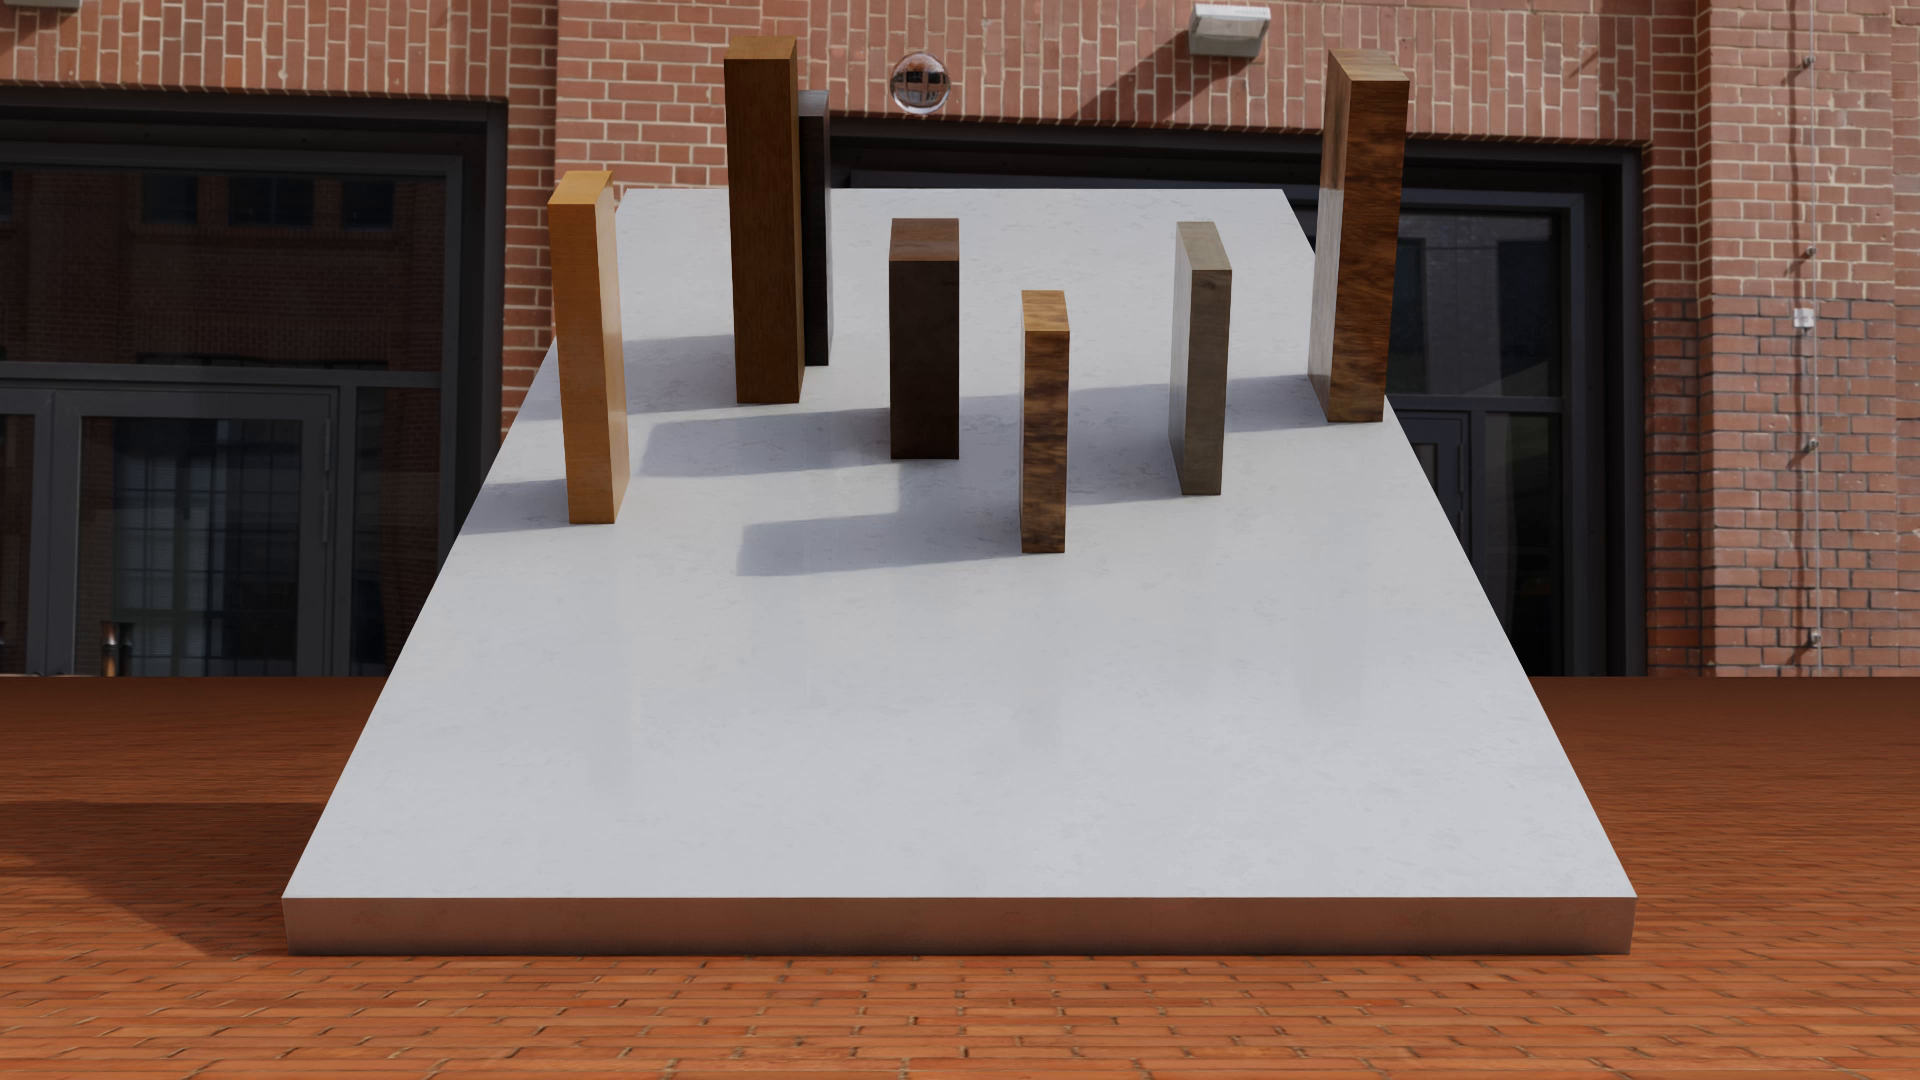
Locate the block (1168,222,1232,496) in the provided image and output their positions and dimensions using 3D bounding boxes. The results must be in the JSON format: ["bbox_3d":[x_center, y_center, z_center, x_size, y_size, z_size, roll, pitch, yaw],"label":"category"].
[{"bbox_3d":[0.505,-0.388,4.910,0.080,0.489,0.352,0,24,0],"label":"block"}]

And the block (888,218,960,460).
[{"bbox_3d":[-0.076,-0.445,5.090,0.148,0.446,0.326,0,24,0],"label":"block"}]

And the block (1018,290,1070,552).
[{"bbox_3d":[0.164,-0.236,4.596,0.084,0.459,0.255,0,24,0],"label":"block"}]

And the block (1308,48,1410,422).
[{"bbox_3d":[0.893,-0.687,5.238,0.124,0.775,0.327,0,24,0],"label":"block"}]

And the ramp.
[{"bbox_3d":[-0.008,-0.227,5.274,2.000,0.100,4.000,0,24,0],"label":"ramp"}]

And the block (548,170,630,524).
[{"bbox_3d":[-0.745,-0.388,4.683,0.091,0.664,0.252,0,24,0],"label":"block"}]

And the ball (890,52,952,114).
[{"bbox_3d":[-0.120,-1.383,7.029,0.187,0.187,0.187,0,-3,0],"label":"ball"}]

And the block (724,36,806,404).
[{"bbox_3d":[-0.443,-0.730,5.306,0.143,0.794,0.252,0,24,0],"label":"block"}]

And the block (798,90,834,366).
[{"bbox_3d":[-0.361,-0.753,5.592,0.090,0.607,0.271,0,24,0],"label":"block"}]
